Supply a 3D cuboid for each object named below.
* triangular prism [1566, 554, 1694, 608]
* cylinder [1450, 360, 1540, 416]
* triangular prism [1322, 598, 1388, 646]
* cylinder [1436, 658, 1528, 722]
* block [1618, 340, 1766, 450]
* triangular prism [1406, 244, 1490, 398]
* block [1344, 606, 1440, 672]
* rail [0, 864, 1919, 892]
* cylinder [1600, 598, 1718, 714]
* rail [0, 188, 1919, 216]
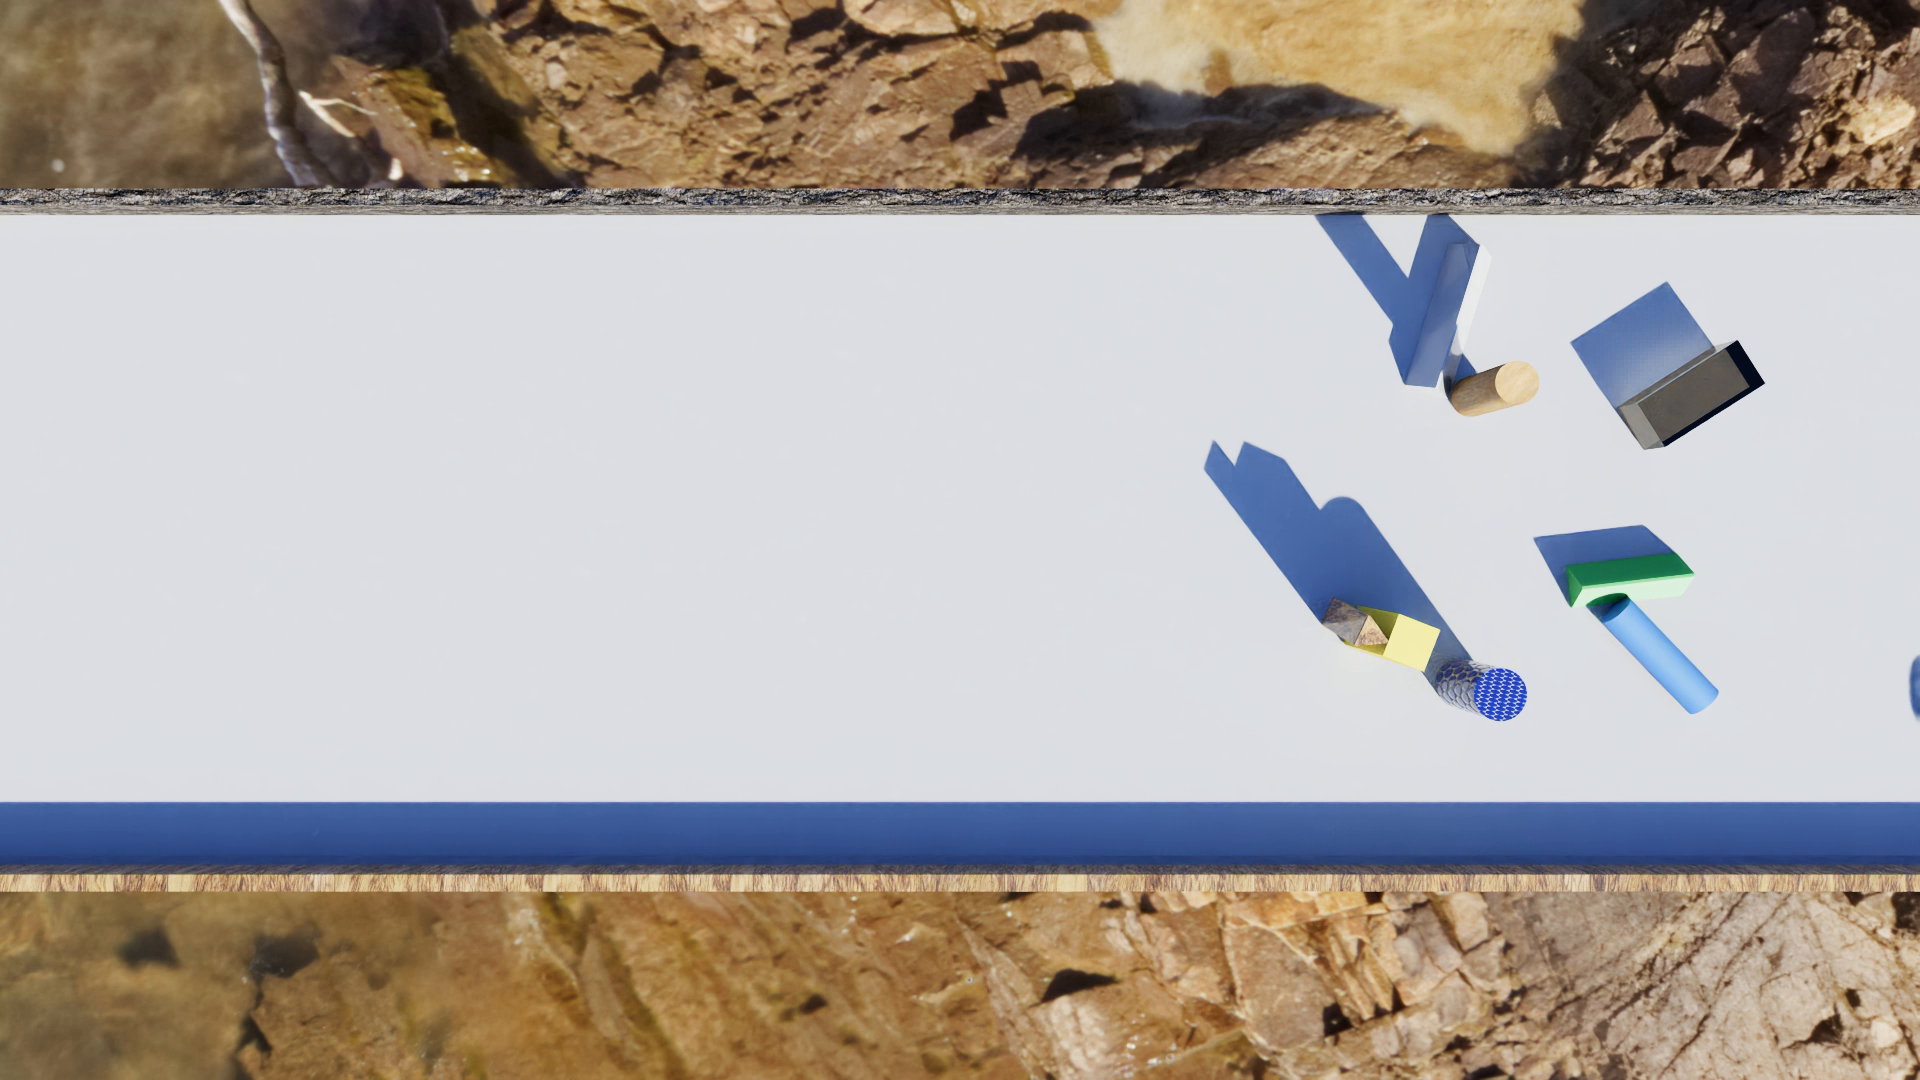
[{"bbox_3d":[2.041,0.124,5.017,0.341,0.113,0.130,-7,90,0],"label":"triangular prism"},{"bbox_3d":[1.568,-0.441,4.853,0.123,0.445,0.123,0,90,1],"label":"cylinder"},{"bbox_3d":[1.159,0.235,4.875,0.094,0.395,0.082,-6,96,-1],"label":"triangular prism"},{"bbox_3d":[1.538,0.440,4.885,0.152,0.384,0.152,0,90,0],"label":"cylinder"},{"bbox_3d":[2.212,-0.437,4.999,0.355,0.155,0.155,-32,90,0],"label":"block"},{"bbox_3d":[1.502,-0.672,5.014,0.136,0.117,0.454,17,90,0],"label":"triangular prism"},{"bbox_3d":[1.272,0.288,4.878,0.127,0.389,0.127,21,90,-4],"label":"block"},{"bbox_3d":[-2.247,1.025,5.001,12.000,0.150,0.050,0,90,0],"label":"rail"},{"bbox_3d":[2.129,0.353,5.020,0.111,0.111,0.385,-44,90,0],"label":"cylinder"},{"bbox_3d":[-2.247,-1.025,5.002,12.000,0.150,0.050,0,90,0],"label":"rail"}]
